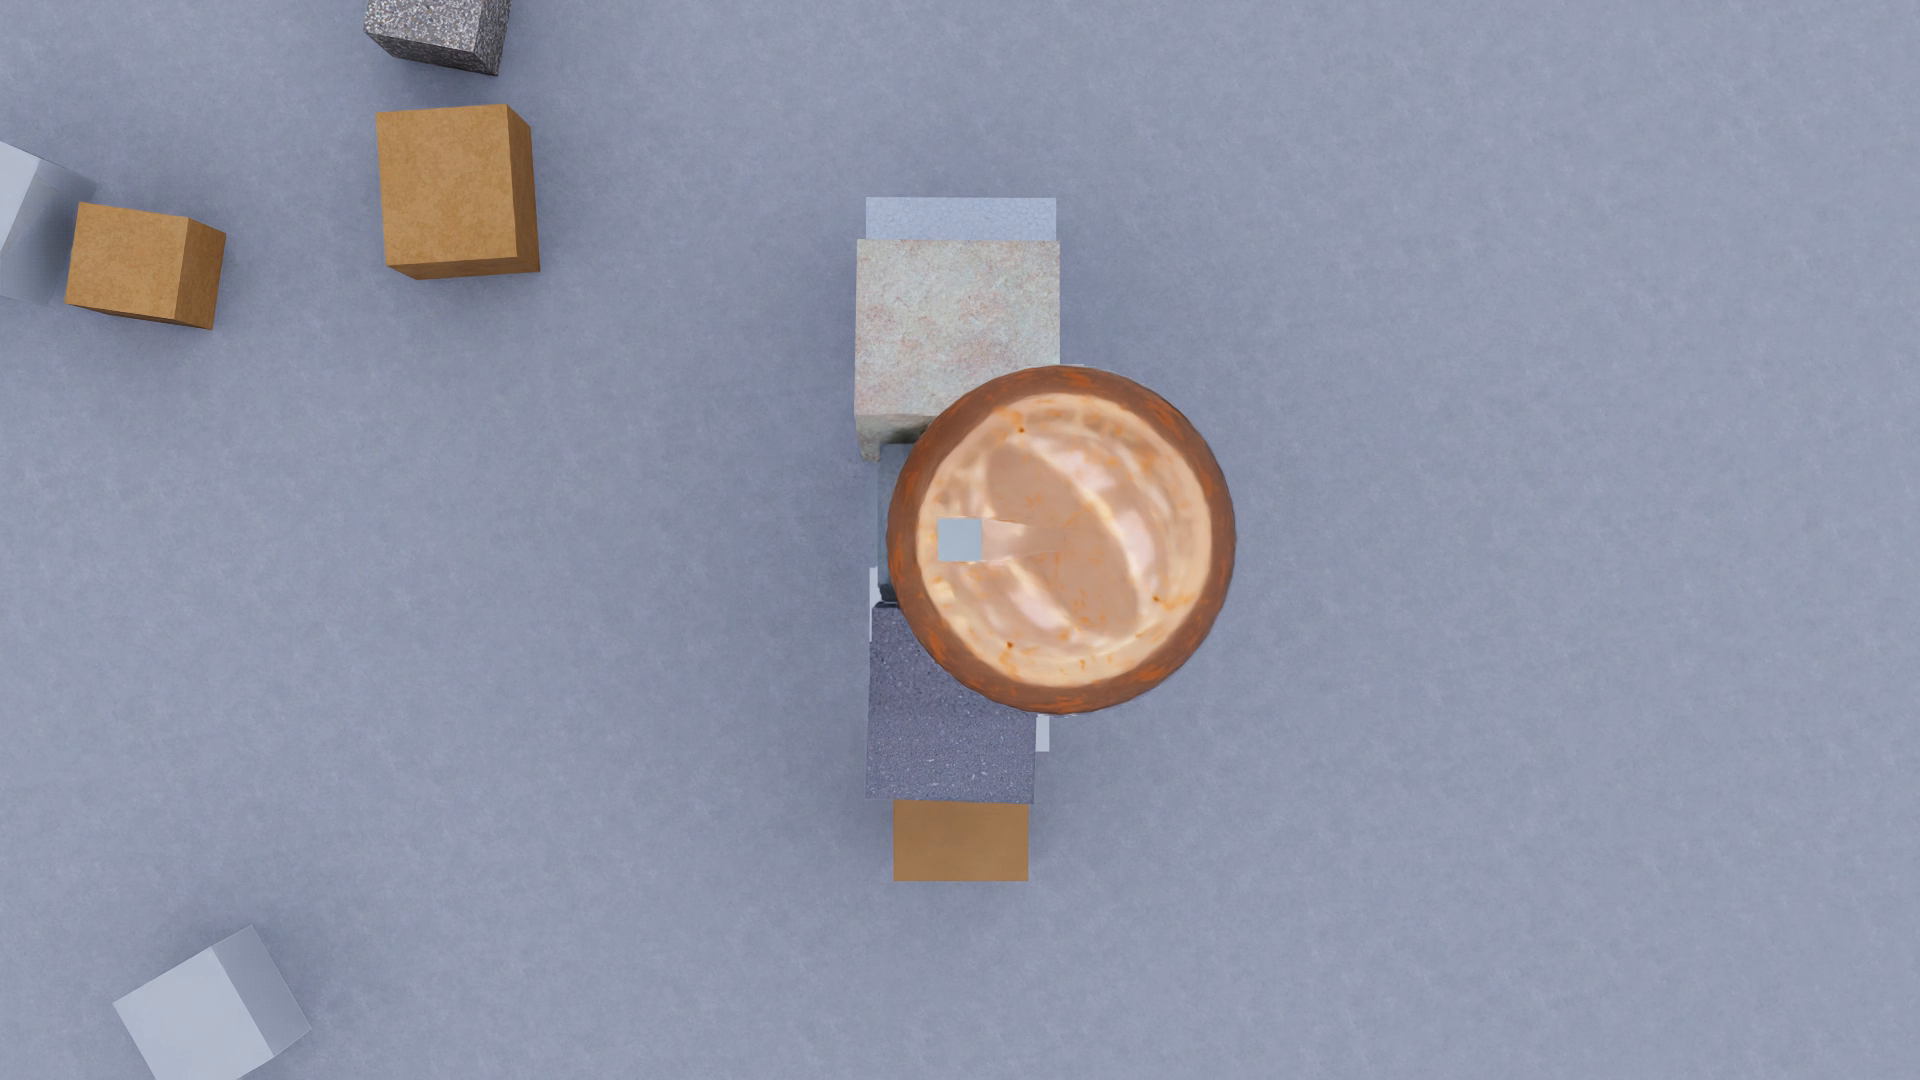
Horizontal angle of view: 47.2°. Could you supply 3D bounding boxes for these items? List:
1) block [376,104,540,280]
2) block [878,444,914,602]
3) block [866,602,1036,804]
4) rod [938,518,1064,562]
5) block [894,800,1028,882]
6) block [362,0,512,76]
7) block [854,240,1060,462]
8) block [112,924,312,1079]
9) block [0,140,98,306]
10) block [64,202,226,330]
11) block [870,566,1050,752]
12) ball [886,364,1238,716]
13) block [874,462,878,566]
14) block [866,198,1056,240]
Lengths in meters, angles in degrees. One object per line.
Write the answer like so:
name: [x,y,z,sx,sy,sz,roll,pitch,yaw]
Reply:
block: [-2.876,-1.990,12.656,0.734,0.689,0.859,-4,90,0]
block: [-0.014,-0.075,11.561,0.804,0.835,0.716,0,82,0]
block: [-0.037,0.832,11.487,0.845,0.929,0.955,2,90,0]
rod: [0.199,0.000,6.650,0.080,5.200,0.080,0,90,4]
block: [0.005,1.521,12.567,0.744,0.866,0.723,0,90,0]
block: [-2.985,-3.103,12.672,0.631,0.656,0.624,11,90,0]
block: [-0.014,-0.969,11.528,1.024,1.001,0.916,0,78,0]
block: [-4.282,2.739,12.643,0.634,0.714,0.714,-30,90,0]
block: [-5.584,-1.891,12.589,0.732,0.821,0.798,23,90,0]
block: [-4.686,-1.571,12.682,0.622,0.636,0.577,8,90,0]
block: [-0.002,0.652,12.476,0.973,1.049,0.996,0,90,0]
ball: [0.459,0.000,10.040,1.600,1.600,1.600,0,90,0]
block: [0.017,-0.368,12.512,0.982,0.977,1.020,0,90,0]
block: [0.004,-1.388,12.556,1.047,0.887,0.997,0,90,0]
